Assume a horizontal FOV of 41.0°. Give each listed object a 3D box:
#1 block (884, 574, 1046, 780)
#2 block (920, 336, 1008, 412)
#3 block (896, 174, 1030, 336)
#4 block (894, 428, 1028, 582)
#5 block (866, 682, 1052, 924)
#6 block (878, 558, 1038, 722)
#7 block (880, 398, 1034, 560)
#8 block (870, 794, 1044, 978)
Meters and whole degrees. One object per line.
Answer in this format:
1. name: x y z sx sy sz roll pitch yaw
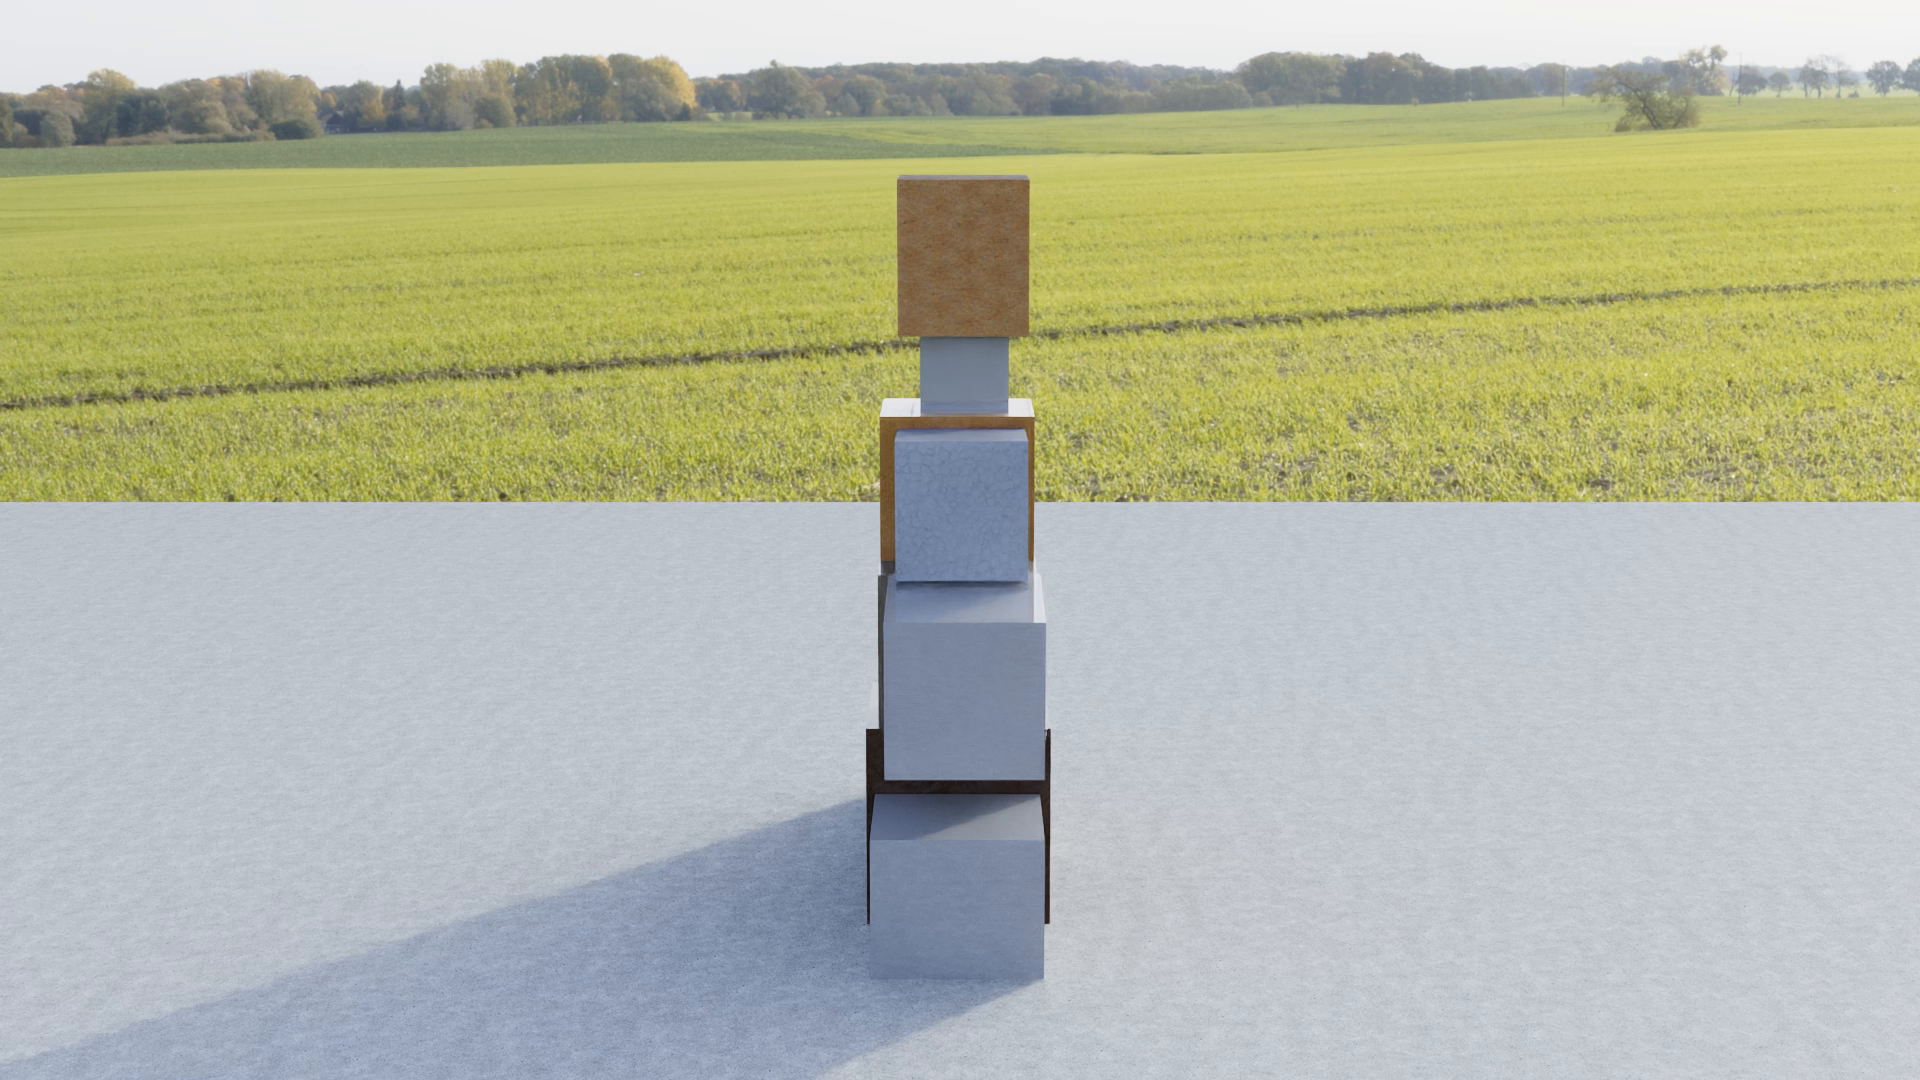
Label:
1. block: 0.018 0.536 10.239 0.623 0.637 0.717 0 14 0
2. block: 0.019 -0.738 11.048 0.375 0.334 0.394 0 10 0
3. block: 0.014 -1.222 10.961 0.549 0.651 0.567 0 10 0
4. block: 0.006 -0.151 10.538 0.533 0.563 0.543 0 8 0
5. block: -0.006 1.118 11.063 0.764 0.842 0.827 0 10 0
6. block: -0.010 0.398 10.919 0.658 0.626 0.607 0 10 0
7. block: -0.012 -0.269 11.123 0.651 0.615 0.618 0 10 0
8. block: -0.011 1.388 10.351 0.682 0.565 0.651 0 10 0
